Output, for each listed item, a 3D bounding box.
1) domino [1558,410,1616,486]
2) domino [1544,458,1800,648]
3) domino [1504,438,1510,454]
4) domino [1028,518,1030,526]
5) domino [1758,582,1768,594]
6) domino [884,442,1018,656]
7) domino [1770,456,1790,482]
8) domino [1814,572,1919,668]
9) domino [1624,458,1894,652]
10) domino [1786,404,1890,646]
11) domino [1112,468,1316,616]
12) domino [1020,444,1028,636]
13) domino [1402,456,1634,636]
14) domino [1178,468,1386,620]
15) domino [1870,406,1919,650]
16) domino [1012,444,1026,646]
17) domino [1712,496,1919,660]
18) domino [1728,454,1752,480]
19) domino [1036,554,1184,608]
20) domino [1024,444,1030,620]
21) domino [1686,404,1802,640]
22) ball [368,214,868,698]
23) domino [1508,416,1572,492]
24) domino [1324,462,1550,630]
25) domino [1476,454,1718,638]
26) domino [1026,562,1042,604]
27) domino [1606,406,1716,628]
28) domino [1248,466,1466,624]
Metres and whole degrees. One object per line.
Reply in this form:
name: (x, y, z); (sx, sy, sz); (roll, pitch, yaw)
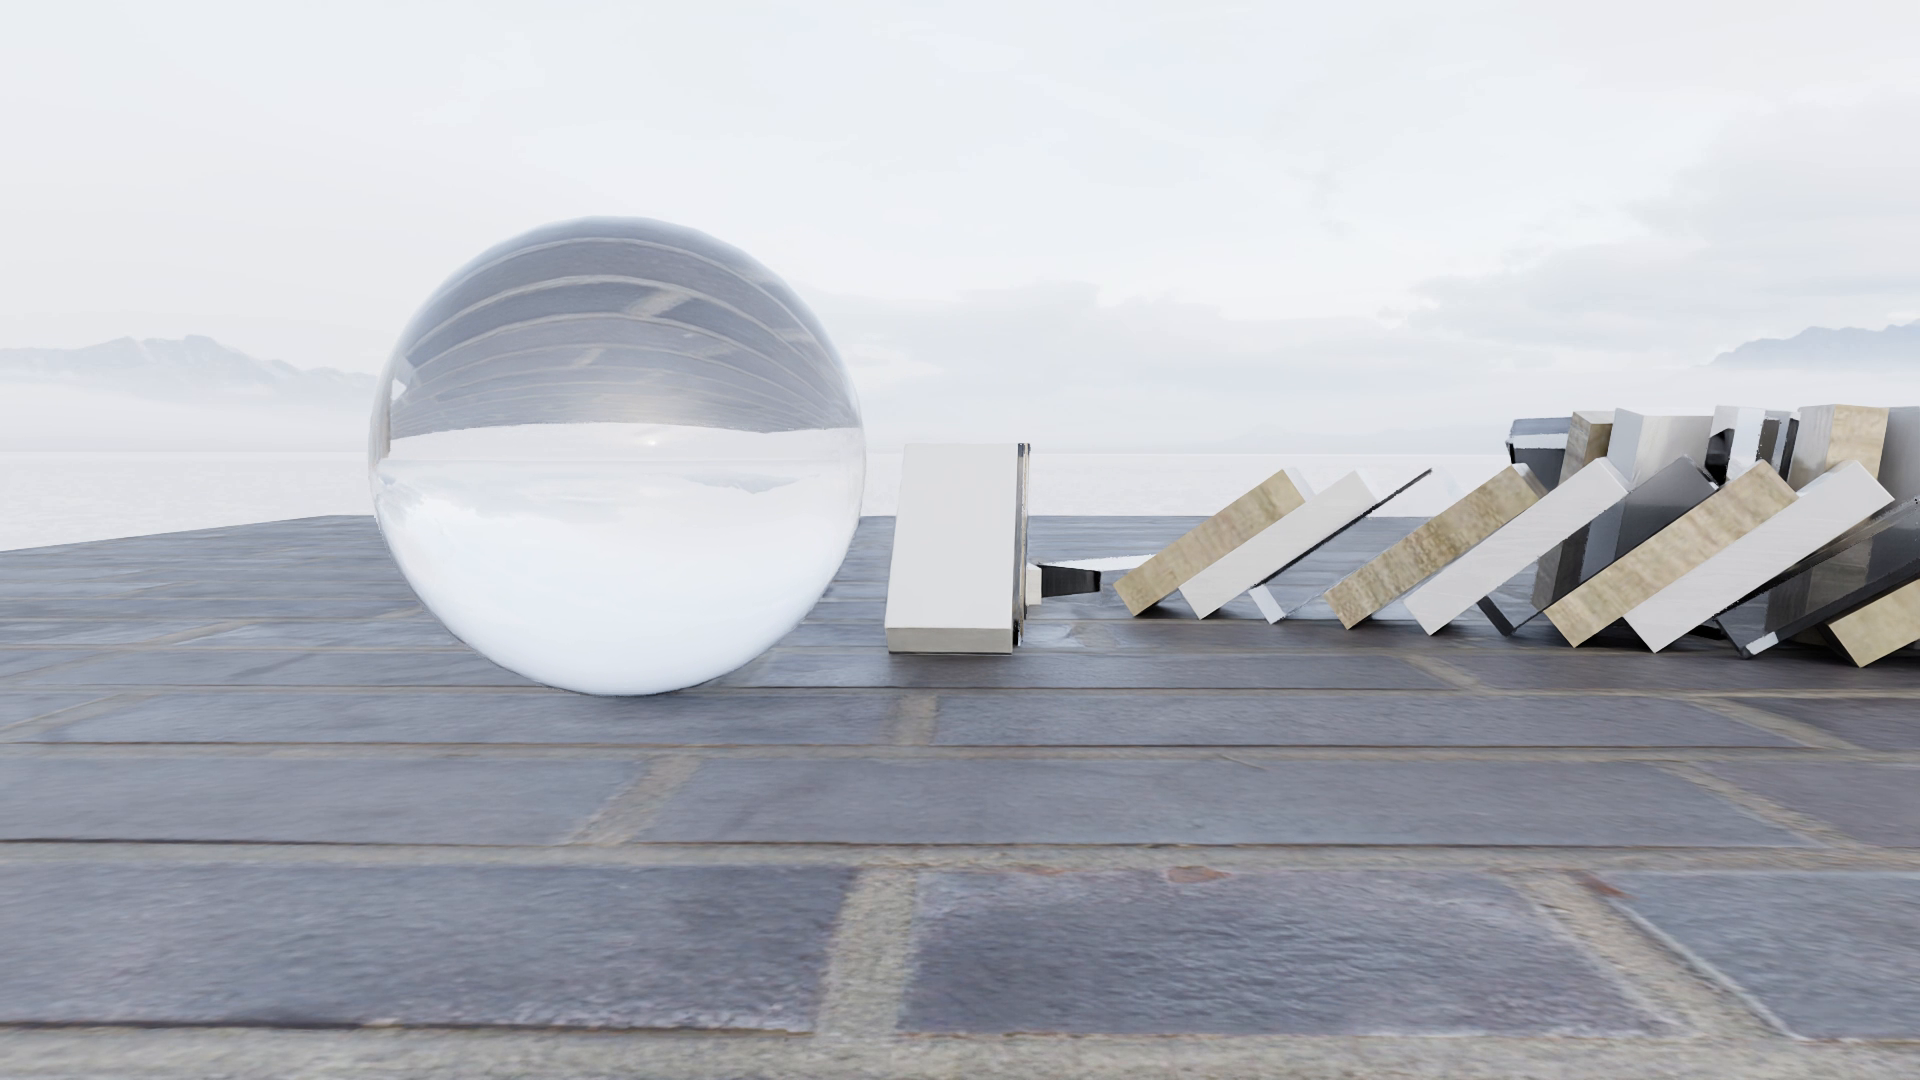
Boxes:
domino: (0.159, -0.006, 0.312); (0.025, 0.050, 0.010); (0, 24, 0)
domino: (0.148, 0.003, 0.269); (0.050, 0.010, 0.025); (-43, -17, 26)
domino: (0.167, -0.007, 0.343); (0.010, 0.050, 0.025); (-35, 20, -23)
domino: (0.005, -0.002, 0.339); (0.025, 0.010, 0.050); (1, 43, 5)
domino: (0.215, -0.006, 0.368); (0.025, 0.009, 0.050); (2, 43, -52)
domino: (-0.001, 0.001, 0.271); (0.025, 0.050, 0.010); (0, -39, 5)
domino: (0.243, -0.003, 0.345); (0.025, 0.010, 0.050); (-3, 44, -31)
domino: (0.193, 0.006, 0.247); (0.050, 0.009, 0.025); (-36, -10, 22)
domino: (0.161, 0.003, 0.262); (0.050, 0.010, 0.025); (-43, -17, 26)
domino: (0.186, -0.004, 0.278); (0.010, 0.050, 0.025); (8, 6, 17)
domino: (0.064, 0.000, 0.320); (0.050, 0.009, 0.025); (-36, -9, 20)
domino: (0.003, -0.001, 0.297); (0.025, 0.050, 0.009); (0, -39, 5)
domino: (0.124, 0.001, 0.286); (0.050, 0.010, 0.025); (-43, -17, 26)
domino: (0.079, 0.001, 0.314); (0.050, 0.009, 0.025); (-36, -9, 20)
domino: (0.201, -0.003, 0.274); (0.009, 0.050, 0.025); (2, 4, -2)
domino: (0.001, 0.000, 0.284); (0.025, 0.050, 0.009); (0, -39, 5)
domino: (0.176, 0.005, 0.254); (0.050, 0.010, 0.025); (-37, -14, 26)
domino: (0.230, -0.004, 0.357); (0.025, 0.009, 0.050); (-2, 45, -41)
domino: (0.048, 0.011, 0.360); (0.050, 0.010, 0.025); (-3, 6, -39)
domino: (0.005, -0.003, 0.323); (0.025, 0.050, 0.010); (0, -39, 5)
domino: (0.173, -0.004, 0.285); (0.025, 0.050, 0.010); (-4, 14, -42)
ball: (-0.056, -0.014, 0.216); (0.080, 0.080, 0.080); (0, 4, 0)
domino: (0.157, -0.007, 0.330); (0.025, 0.050, 0.010); (0, 31, 33)
domino: (0.110, 0.001, 0.295); (0.050, 0.010, 0.025); (-40, -16, 26)
domino: (0.137, 0.001, 0.277); (0.050, 0.009, 0.025); (-43, -17, 26)
domino: (0.006, 0.011, 0.363); (0.025, 0.009, 0.050); (-1, 4, -8)
domino: (0.162, -0.005, 0.298); (0.025, 0.050, 0.009); (-1, 17, -11)
domino: (0.095, 0.001, 0.305); (0.050, 0.010, 0.025); (-38, -13, 25)
